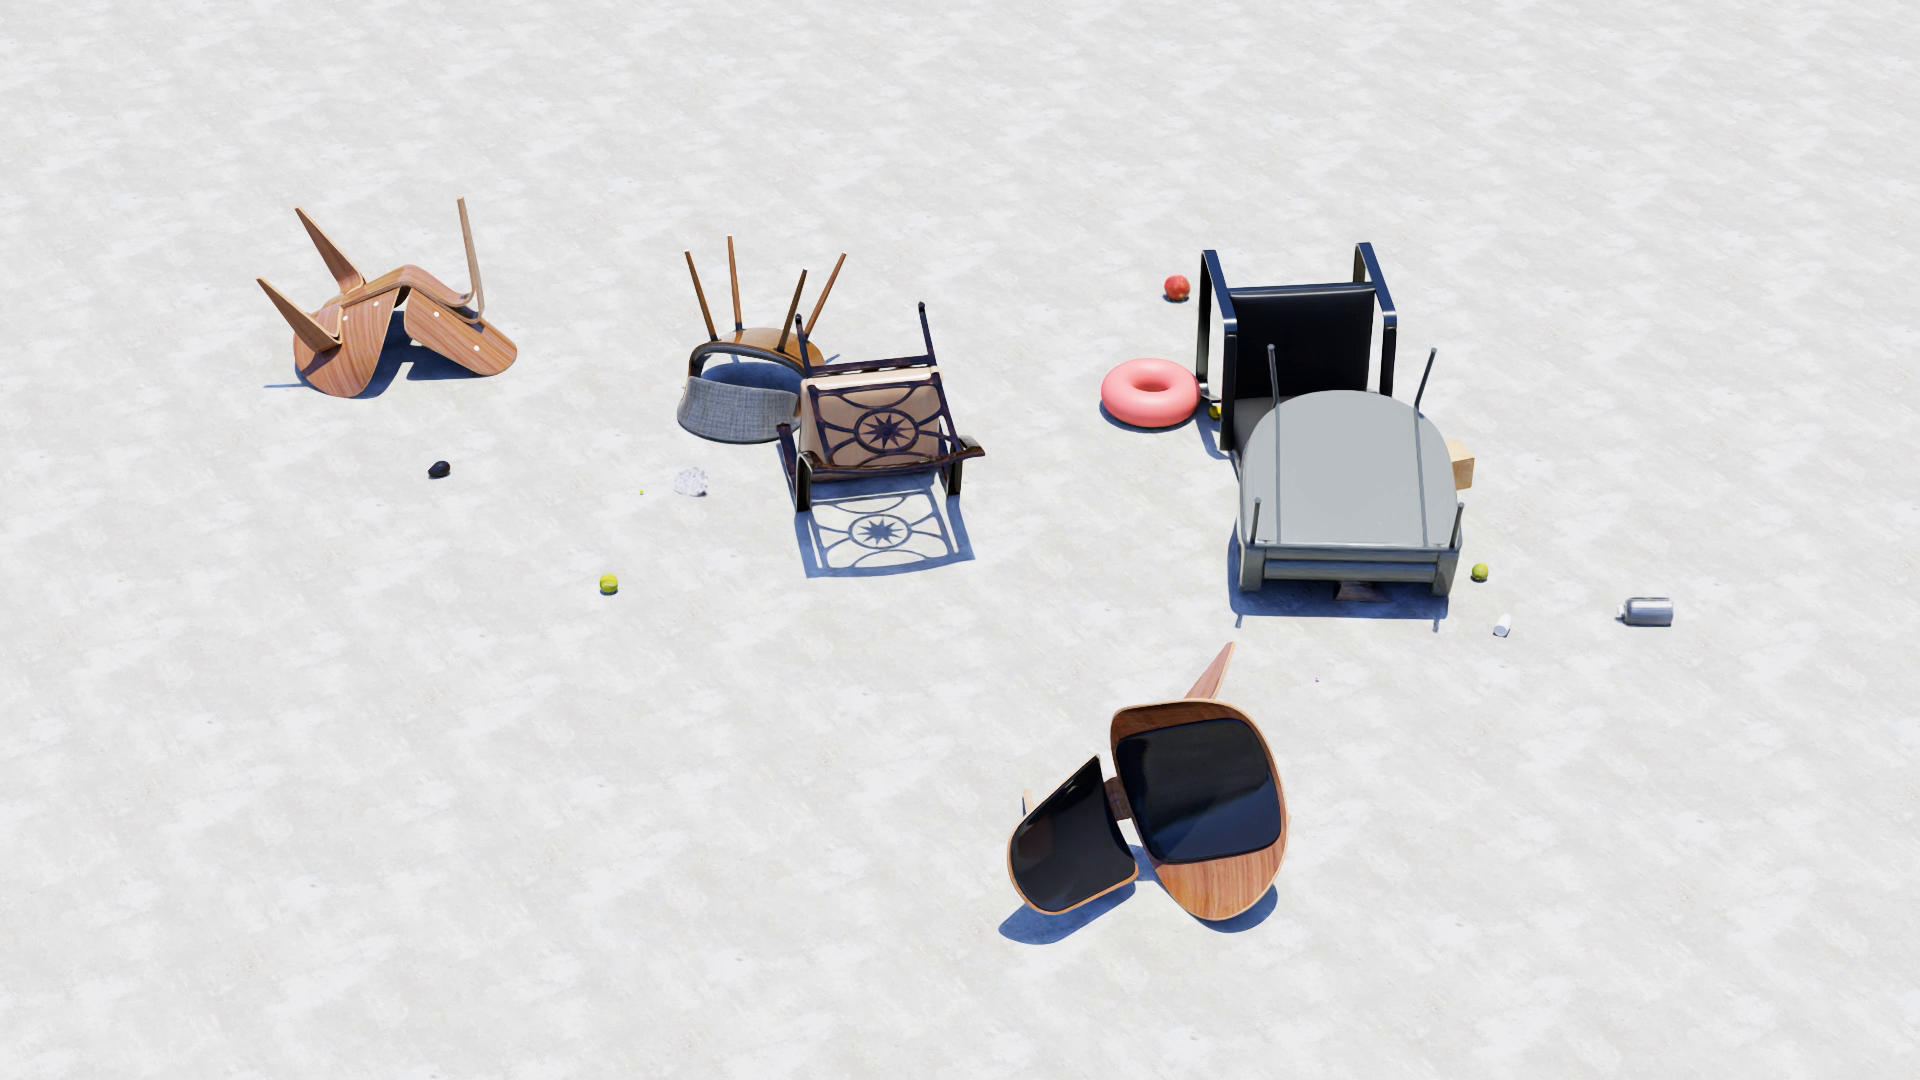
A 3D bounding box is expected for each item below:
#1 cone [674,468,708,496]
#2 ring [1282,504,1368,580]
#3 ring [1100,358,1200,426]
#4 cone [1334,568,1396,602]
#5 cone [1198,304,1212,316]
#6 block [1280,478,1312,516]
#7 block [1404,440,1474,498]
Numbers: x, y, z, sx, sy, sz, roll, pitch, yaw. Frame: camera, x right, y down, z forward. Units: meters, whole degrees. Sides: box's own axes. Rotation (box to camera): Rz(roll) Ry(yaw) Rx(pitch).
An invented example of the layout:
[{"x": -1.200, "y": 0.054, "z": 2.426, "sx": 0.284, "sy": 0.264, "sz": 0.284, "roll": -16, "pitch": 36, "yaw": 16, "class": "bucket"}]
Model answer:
[{"x": -1.016, "y": -0.218, "z": 11.236, "sx": 0.149, "sy": 0.108, "sz": 0.070, "roll": -5, "pitch": -10, "yaw": 19, "class": "cone"}, {"x": 1.348, "y": 0.004, "z": 10.831, "sx": 0.314, "sy": 0.122, "sz": 0.419, "roll": 10, "pitch": 36, "yaw": 16, "class": "ring"}, {"x": 0.763, "y": -0.589, "z": 11.712, "sx": 0.399, "sy": 0.142, "sz": 0.413, "roll": 17, "pitch": 36, "yaw": 22, "class": "ring"}, {"x": 1.476, "y": 0.190, "z": 10.600, "sx": 0.224, "sy": 0.119, "sz": 0.176, "roll": 18, "pitch": 11, "yaw": -1, "class": "cone"}, {"x": 1.041, "y": -0.966, "z": 12.390, "sx": 0.068, "sy": 0.050, "sz": 0.047, "roll": -7, "pitch": 62, "yaw": -15, "class": "cone"}, {"x": 1.274, "y": -0.162, "z": 11.105, "sx": 0.069, "sy": 0.094, "sz": 0.111, "roll": -12, "pitch": 35, "yaw": -18, "class": "block"}, {"x": 1.837, "y": -0.276, "z": 11.238, "sx": 0.216, "sy": 0.138, "sz": 0.141, "roll": -10, "pitch": 35, "yaw": -15, "class": "block"}]
